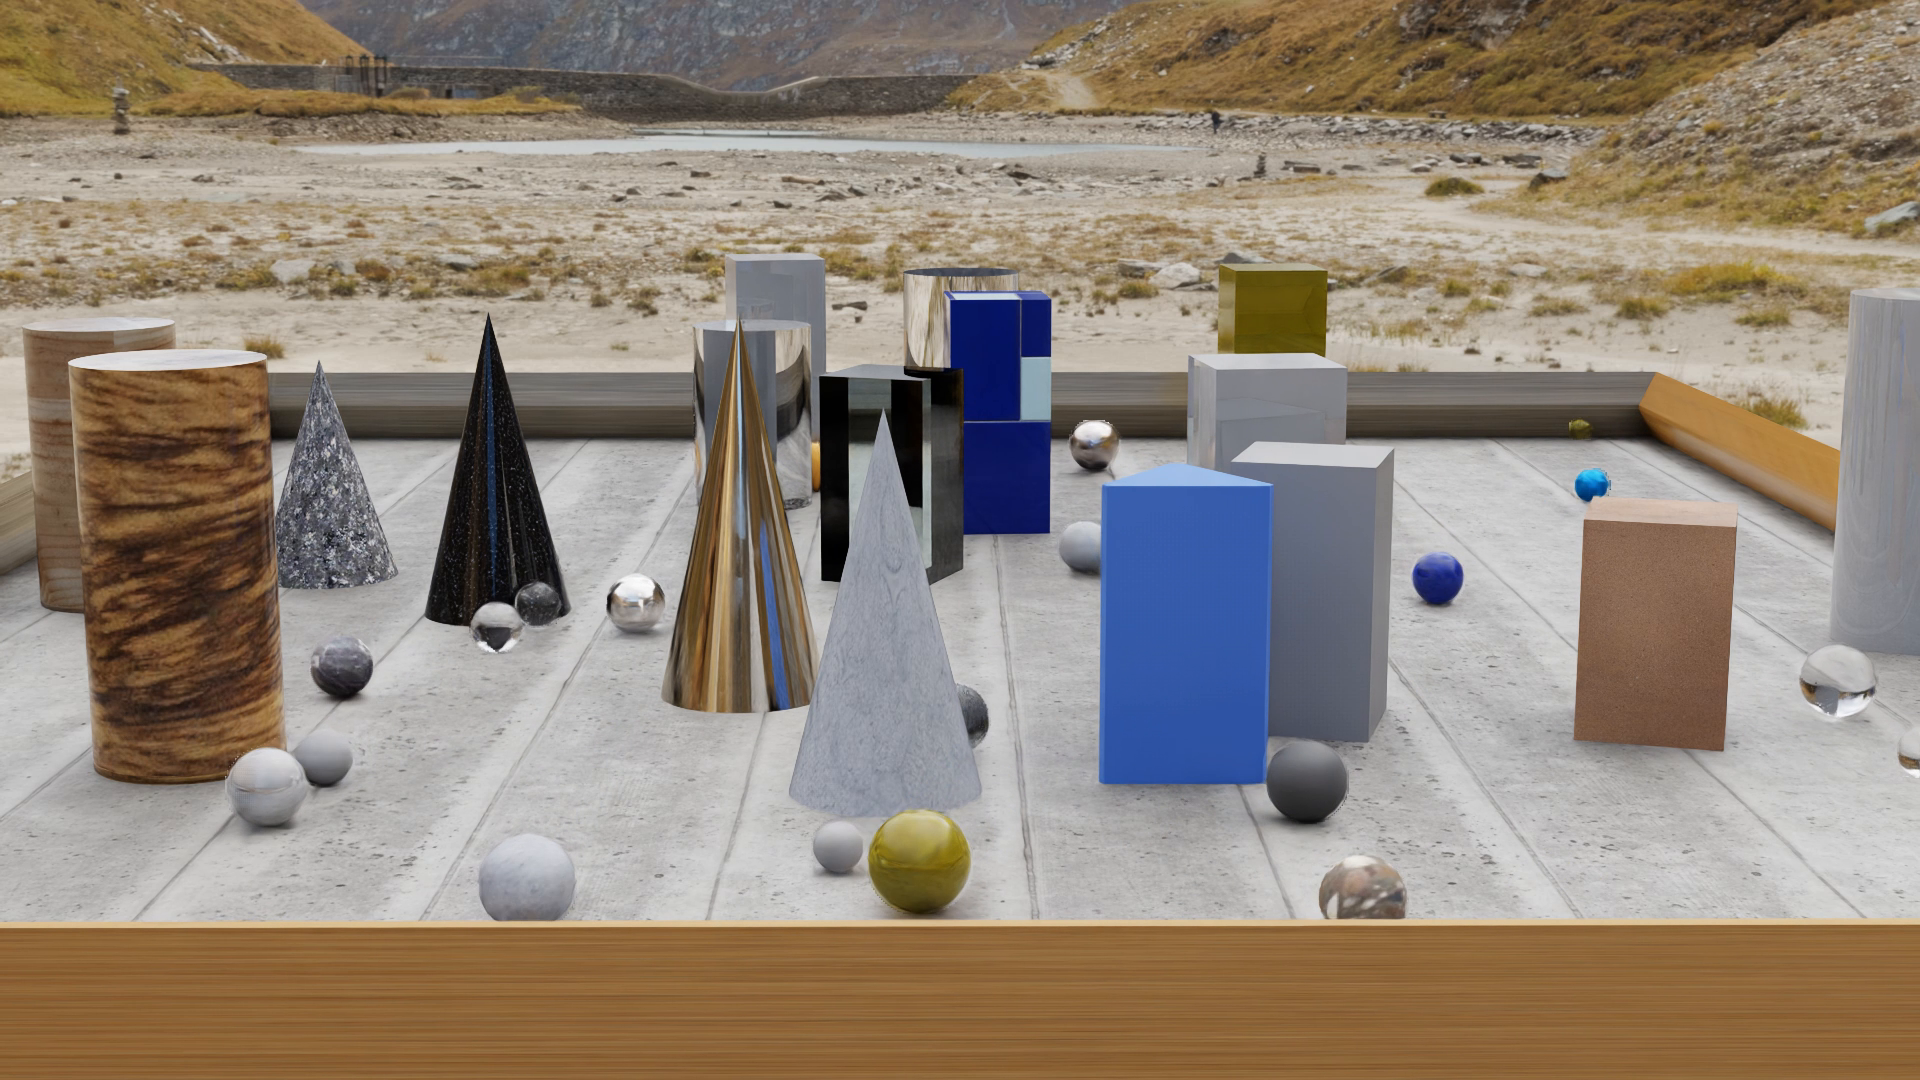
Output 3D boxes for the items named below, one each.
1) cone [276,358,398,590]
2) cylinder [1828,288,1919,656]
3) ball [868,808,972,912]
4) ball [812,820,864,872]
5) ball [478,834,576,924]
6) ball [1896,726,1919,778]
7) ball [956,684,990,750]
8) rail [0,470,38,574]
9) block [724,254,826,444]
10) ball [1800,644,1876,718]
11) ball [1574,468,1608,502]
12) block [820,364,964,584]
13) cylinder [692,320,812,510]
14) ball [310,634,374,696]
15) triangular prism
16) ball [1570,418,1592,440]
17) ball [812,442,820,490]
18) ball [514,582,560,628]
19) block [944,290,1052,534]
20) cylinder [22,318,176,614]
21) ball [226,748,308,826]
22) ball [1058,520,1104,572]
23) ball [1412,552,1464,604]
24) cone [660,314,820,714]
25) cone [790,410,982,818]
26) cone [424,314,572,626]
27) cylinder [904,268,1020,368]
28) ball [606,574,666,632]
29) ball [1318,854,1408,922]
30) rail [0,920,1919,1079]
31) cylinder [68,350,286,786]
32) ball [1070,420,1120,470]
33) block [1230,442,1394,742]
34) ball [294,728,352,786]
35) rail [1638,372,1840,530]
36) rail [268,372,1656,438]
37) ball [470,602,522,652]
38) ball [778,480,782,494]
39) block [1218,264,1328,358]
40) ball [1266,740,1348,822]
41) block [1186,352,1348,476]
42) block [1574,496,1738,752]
[{"bbox_3d":[-0.912,-0.104,3.678,0.197,0.315,0.197,0,10,0],"label":"cone"},{"bbox_3d":[1.220,-0.091,3.257,0.197,0.443,0.197,0,10,0],"label":"cylinder"},{"bbox_3d":[-0.035,0.279,2.231,0.090,0.090,0.090,0,10,0],"label":"ball"},{"bbox_3d":[-0.111,0.280,2.344,0.047,0.047,0.047,0,10,0],"label":"ball"},{"bbox_3d":[-0.368,0.291,2.183,0.083,0.083,0.083,0,10,0],"label":"ball"},{"bbox_3d":[0.997,0.219,2.653,0.053,0.053,0.053,0,10,0],"label":"ball"},{"bbox_3d":[-0.006,0.192,2.740,0.076,0.076,0.076,0,10,0],"label":"ball"},{"bbox_3d":[-1.363,0.034,3.441,0.045,0.128,3.300,0,10,0],"label":"rail"},{"bbox_3d":[-0.329,-0.310,4.582,0.157,0.391,0.157,-2,11,-12],"label":"block"},{"bbox_3d":[0.992,0.159,2.899,0.083,0.083,0.083,0,10,0],"label":"ball"},{"bbox_3d":[1.066,-0.093,4.331,0.055,0.055,0.055,0,10,0],"label":"ball"},{"bbox_3d":[-0.097,-0.095,3.685,0.157,0.295,0.157,4,11,21],"label":"block"},{"bbox_3d":[-0.347,-0.210,4.292,0.197,0.300,0.197,0,10,0],"label":"cylinder"},{"bbox_3d":[-0.721,0.146,2.994,0.072,0.072,0.072,0,10,0],"label":"ball"},{"bbox_3d":[0.229,0.084,2.680,0.170,0.310,0.147,0,10,0],"label":"triangular prism"},{"bbox_3d":[1.221,-0.218,5.043,0.042,0.042,0.042,0,10,0],"label":"ball"},{"bbox_3d":[-0.250,-0.127,4.439,0.083,0.083,0.083,0,10,0],"label":"ball"},{"bbox_3d":[-0.554,0.085,3.360,0.060,0.060,0.060,0,10,0],"label":"ball"},{"bbox_3d":[0.058,-0.204,4.076,0.157,0.368,0.157,-1,11,-4],"label":"block"},{"bbox_3d":[-1.166,-0.106,3.510,0.197,0.380,0.197,0,10,0],"label":"cylinder"},{"bbox_3d":[-0.671,0.239,2.484,0.076,0.076,0.076,0,10,0],"label":"ball"},{"bbox_3d":[0.181,0.010,3.723,0.075,0.075,0.075,0,10,0],"label":"ball"},{"bbox_3d":[0.654,0.051,3.512,0.071,0.071,0.071,0,10,0],"label":"ball"},{"bbox_3d":[-0.253,-0.040,2.974,0.197,0.447,0.197,0,10,0],"label":"cone"},{"bbox_3d":[-0.076,0.061,2.575,0.197,0.392,0.197,0,10,0],"label":"cone"},{"bbox_3d":[-0.623,-0.103,3.427,0.197,0.405,0.197,0,10,0],"label":"cone"},{"bbox_3d":[0.002,-0.266,4.373,0.197,0.381,0.197,0,10,0],"label":"cylinder"},{"bbox_3d":[-0.421,0.082,3.330,0.077,0.077,0.077,0,10,0],"label":"ball"},{"bbox_3d":[0.338,0.301,2.154,0.074,0.074,0.074,0,10,0],"label":"ball"},{"bbox_3d":[0.009,0.329,1.850,2.774,0.128,0.045,0,10,0],"label":"rail"},{"bbox_3d":[-0.816,0.023,2.685,0.197,0.427,0.197,0,10,0],"label":"cylinder"},{"bbox_3d":[0.244,-0.171,4.660,0.090,0.090,0.090,0,10,0],"label":"ball"},{"bbox_3d":[0.391,0.054,2.860,0.157,0.303,0.157,3,11,16],"label":"block"},{"bbox_3d":[-0.651,0.222,2.626,0.058,0.058,0.058,0,10,0],"label":"ball"},{"bbox_3d":[1.363,0.031,3.457,0.045,0.128,3.300,0,10,0],"label":"rail"},{"bbox_3d":[-0.009,-0.263,5.048,2.774,0.128,0.045,0,10,0],"label":"rail"},{"bbox_3d":[-0.581,0.109,3.218,0.064,0.064,0.064,0,10,0],"label":"ball"},{"bbox_3d":[-0.335,-0.076,4.124,0.098,0.098,0.098,0,10,0],"label":"ball"},{"bbox_3d":[0.537,-0.280,4.439,0.157,0.384,0.157,-1,11,-5],"label":"block"},{"bbox_3d":[0.337,0.235,2.500,0.079,0.079,0.079,0,10,0],"label":"ball"},{"bbox_3d":[0.368,-0.031,3.117,0.157,0.375,0.157,-1,11,-7],"label":"block"},{"bbox_3d":[0.769,0.089,2.831,0.157,0.245,0.157,3,11,17],"label":"block"}]
